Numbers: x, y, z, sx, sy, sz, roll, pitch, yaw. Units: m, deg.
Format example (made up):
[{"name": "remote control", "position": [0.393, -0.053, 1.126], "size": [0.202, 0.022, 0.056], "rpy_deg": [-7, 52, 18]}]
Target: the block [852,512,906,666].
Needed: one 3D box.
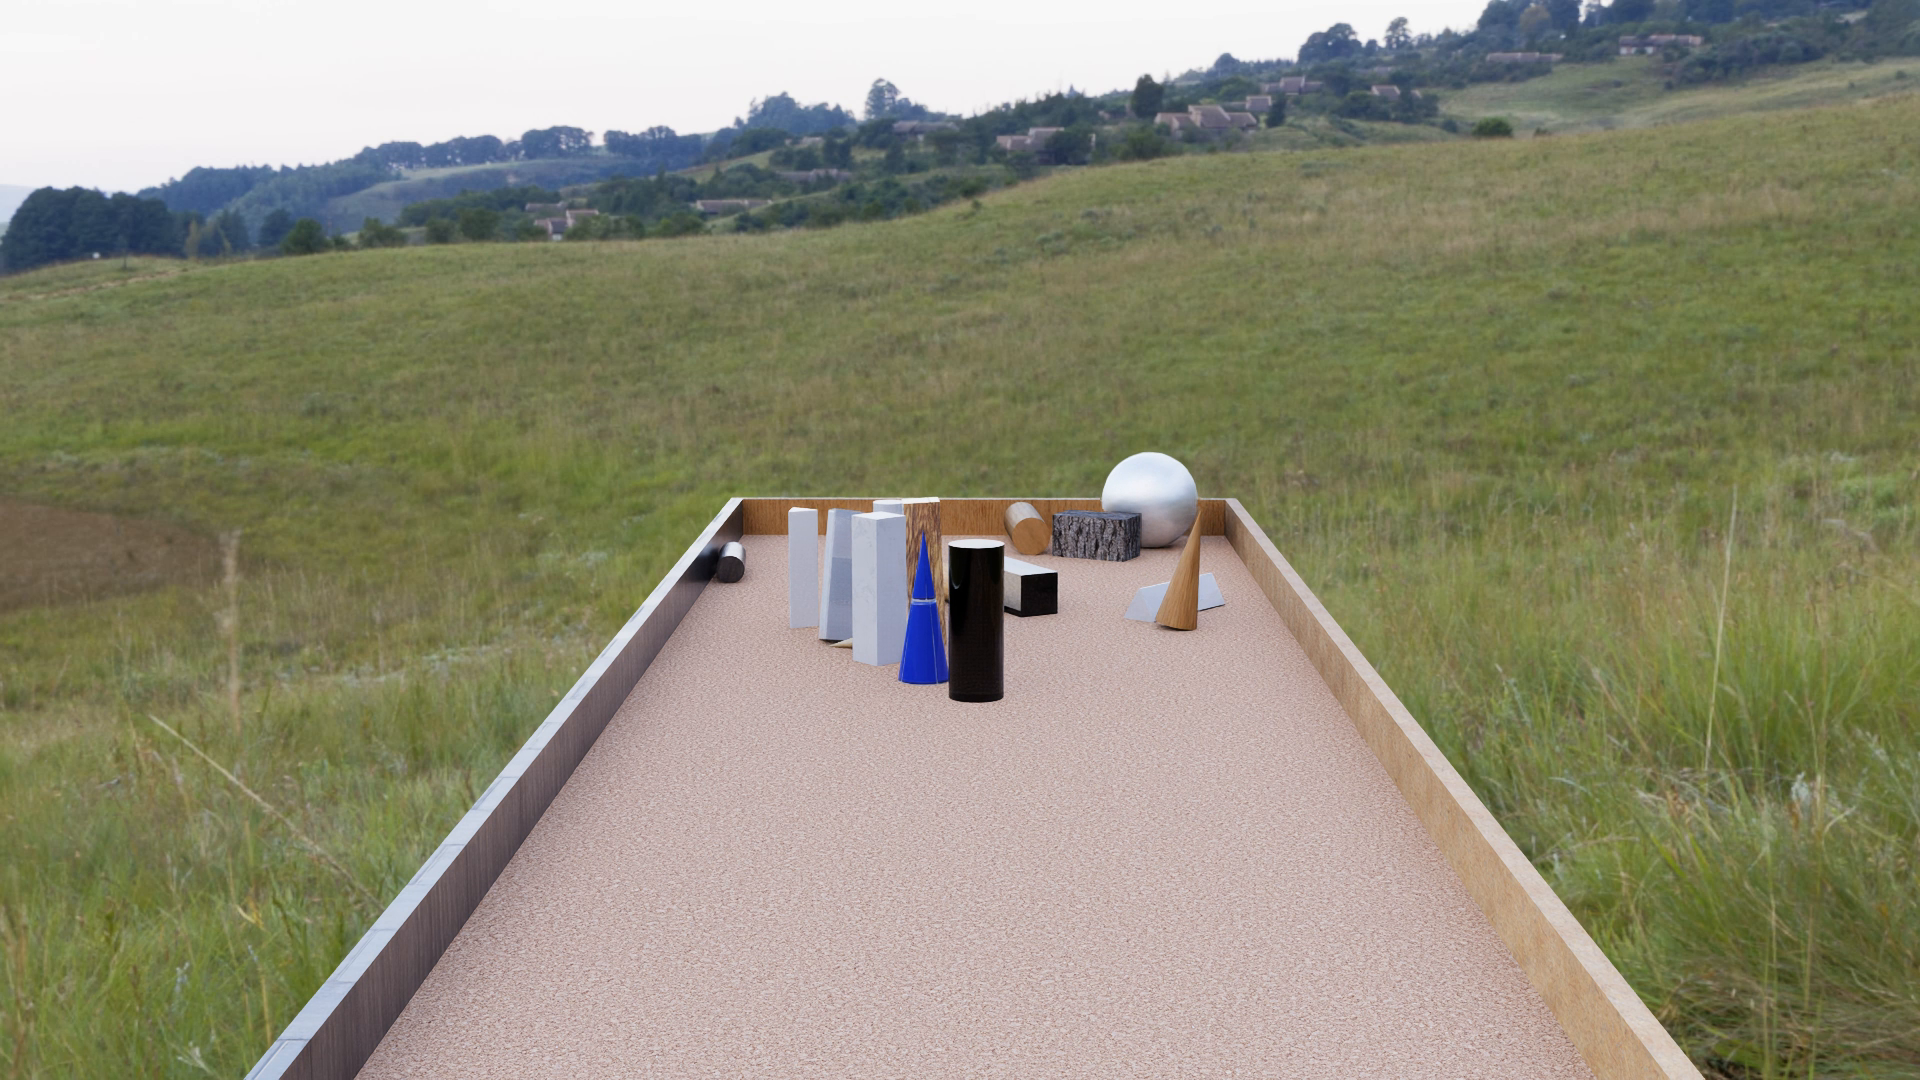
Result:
[{"name": "block", "position": [-0.245, 0.147, 6.657], "size": [0.116, 0.447, 0.116], "rpy_deg": [-8, 12, -42]}]

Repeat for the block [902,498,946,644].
[{"name": "block", "position": [-0.113, 0.099, 6.920], "size": [0.113, 0.452, 0.113], "rpy_deg": [-3, 8, -4]}]

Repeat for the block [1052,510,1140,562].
[{"name": "block", "position": [0.533, -0.018, 8.600], "size": [0.302, 0.163, 0.163], "rpy_deg": [5, 10, 27]}]

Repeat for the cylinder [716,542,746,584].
[{"name": "cylinder", "position": [-0.848, 0.082, 8.164], "size": [0.103, 0.103, 0.324], "rpy_deg": [-1, 9, -4]}]

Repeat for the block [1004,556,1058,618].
[{"name": "block", "position": [0.166, 0.154, 7.575], "size": [0.144, 0.144, 0.425], "rpy_deg": [-5, 10, -28]}]

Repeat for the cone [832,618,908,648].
[{"name": "cone", "position": [-0.277, 0.313, 6.847], "size": [0.305, 0.117, 0.117], "rpy_deg": [-8, 6, 20]}]

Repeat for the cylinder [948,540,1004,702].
[{"name": "cylinder", "position": [0.046, 0.226, 6.183], "size": [0.157, 0.438, 0.157], "rpy_deg": [0, 9, 0]}]

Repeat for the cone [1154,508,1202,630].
[{"name": "cone", "position": [0.745, 0.083, 7.161], "size": [0.141, 0.395, 0.141], "rpy_deg": [11, 11, -2]}]

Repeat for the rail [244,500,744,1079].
[{"name": "rail", "position": [-1.004, 0.839, 3.234], "size": [0.050, 0.150, 12.000], "rpy_deg": [0, 9, 1]}]

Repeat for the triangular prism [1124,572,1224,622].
[{"name": "triangular prism", "position": [0.733, 0.189, 7.463], "size": [0.122, 0.105, 0.411], "rpy_deg": [8, 12, 41]}]

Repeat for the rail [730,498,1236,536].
[{"name": "rail", "position": [0.099, -0.098, 9.147], "size": [2.100, 0.150, 0.050], "rpy_deg": [0, 9, 1]}]

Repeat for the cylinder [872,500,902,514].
[{"name": "cylinder", "position": [-0.231, 0.081, 7.179], "size": [0.104, 0.414, 0.104], "rpy_deg": [0, 9, 0]}]

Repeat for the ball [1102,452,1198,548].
[{"name": "ball", "position": [0.761, -0.161, 8.803], "size": [0.382, 0.382, 0.382], "rpy_deg": [0, 9, 0]}]

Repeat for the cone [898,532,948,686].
[{"name": "cone", "position": [-0.105, 0.189, 6.397], "size": [0.154, 0.445, 0.154], "rpy_deg": [0, 9, 0]}]

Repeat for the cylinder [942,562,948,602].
[{"name": "cylinder", "position": [-0.026, 0.152, 7.645], "size": [0.127, 0.127, 0.428], "rpy_deg": [-5, 10, -27]}]

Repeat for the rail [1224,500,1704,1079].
[{"name": "rail", "position": [1.046, 0.843, 3.208], "size": [0.050, 0.150, 12.000], "rpy_deg": [0, 9, 1]}]

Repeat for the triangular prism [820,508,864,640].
[{"name": "triangular prism", "position": [-0.399, 0.110, 6.989], "size": [0.122, 0.411, 0.105], "rpy_deg": [7, -4, -42]}]

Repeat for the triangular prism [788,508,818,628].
[{"name": "triangular prism", "position": [-0.528, 0.089, 7.217], "size": [0.100, 0.385, 0.086], "rpy_deg": [-4, 10, -25]}]

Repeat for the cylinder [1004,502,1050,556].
[{"name": "cylinder", "position": [0.266, -0.048, 8.834], "size": [0.150, 0.150, 0.434], "rpy_deg": [-1, 9, -3]}]
